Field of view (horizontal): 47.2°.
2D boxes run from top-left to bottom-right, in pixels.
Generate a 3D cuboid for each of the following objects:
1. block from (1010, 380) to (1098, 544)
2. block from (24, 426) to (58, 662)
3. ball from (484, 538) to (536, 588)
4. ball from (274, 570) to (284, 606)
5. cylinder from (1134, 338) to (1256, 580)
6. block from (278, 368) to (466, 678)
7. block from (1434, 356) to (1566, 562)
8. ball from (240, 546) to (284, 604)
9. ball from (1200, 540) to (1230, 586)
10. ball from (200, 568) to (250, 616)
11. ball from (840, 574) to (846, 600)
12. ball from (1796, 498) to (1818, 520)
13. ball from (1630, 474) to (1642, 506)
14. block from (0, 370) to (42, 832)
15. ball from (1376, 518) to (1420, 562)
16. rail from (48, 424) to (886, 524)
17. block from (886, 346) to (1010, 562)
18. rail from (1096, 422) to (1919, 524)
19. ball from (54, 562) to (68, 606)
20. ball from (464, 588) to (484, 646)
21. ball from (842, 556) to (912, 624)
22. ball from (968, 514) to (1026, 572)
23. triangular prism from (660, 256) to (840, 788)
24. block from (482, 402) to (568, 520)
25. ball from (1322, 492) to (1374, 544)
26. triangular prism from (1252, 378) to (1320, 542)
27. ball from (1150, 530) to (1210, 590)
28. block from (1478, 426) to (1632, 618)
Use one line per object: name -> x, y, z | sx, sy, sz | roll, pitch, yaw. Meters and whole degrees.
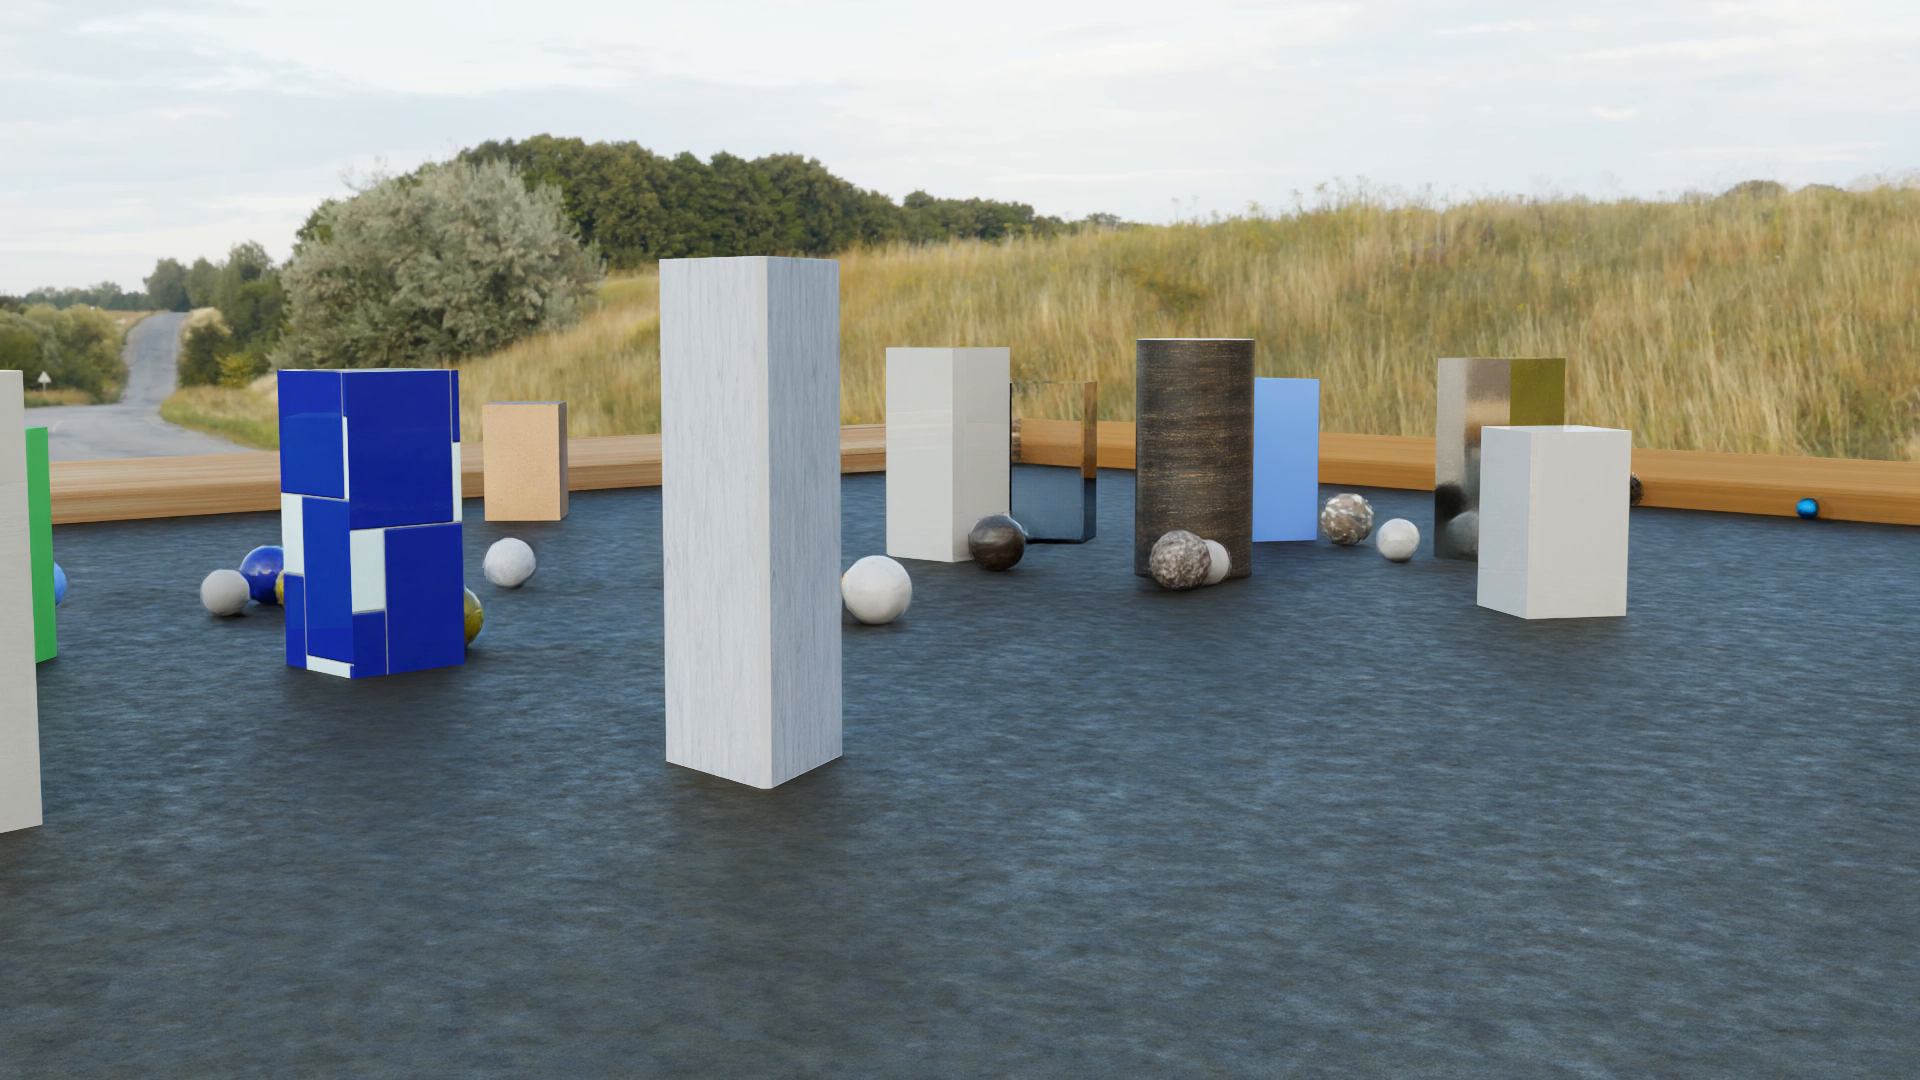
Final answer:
block -> 0.173, -0.154, 4.277 | 0.158, 0.307, 0.158 | 2, 6, 14
block -> -1.251, 0.010, 2.754 | 0.158, 0.296, 0.158 | 0, 6, 3
ball -> -0.724, 0.037, 3.538 | 0.081, 0.081, 0.081 | 0, 6, 0
ball -> -0.973, 0.070, 3.247 | 0.075, 0.075, 0.075 | 0, 6, 0
cylinder -> 0.395, -0.139, 3.705 | 0.198, 0.397, 0.198 | 0, 6, 0
block -> -0.738, -0.027, 2.759 | 0.158, 0.371, 0.158 | 6, 8, 43
block -> 0.969, -0.146, 3.951 | 0.158, 0.360, 0.158 | -5, 8, -39
ball -> -1.049, 0.053, 3.342 | 0.090, 0.090, 0.090 | 0, 6, 0
ball -> 0.400, 0.036, 3.575 | 0.075, 0.075, 0.075 | 0, 6, 0
ball -> -1.075, 0.077, 3.217 | 0.069, 0.069, 0.069 | 0, 6, 0
ball -> -0.143, 0.072, 3.258 | 0.070, 0.070, 0.070 | 0, 6, 0
ball -> 1.815, -0.066, 4.707 | 0.044, 0.044, 0.044 | 0, 6, 0
ball -> 1.504, -0.114, 4.989 | 0.080, 0.080, 0.080 | 0, 6, 0
block -> -0.908, 0.054, 1.873 | 0.158, 0.393, 0.158 | 4, 7, 35
ball -> 0.781, 0.000, 3.916 | 0.076, 0.076, 0.076 | 0, 6, 0
rail -> -1.491, -0.134, 4.939 | 4.626, 0.129, 0.045 | -5, 8, -42
block -> -0.022, -0.160, 3.994 | 0.158, 0.378, 0.158 | 5, 8, 40
rail -> 1.683, -0.128, 4.876 | 0.045, 0.129, 4.444 | -5, 8, -42
ball -> -1.370, 0.066, 3.271 | 0.078, 0.078, 0.078 | 0, 6, 0
ball -> -0.671, 0.101, 2.895 | 0.087, 0.087, 0.087 | 0, 6, 0
ball -> -0.118, 0.071, 3.126 | 0.099, 0.099, 0.099 | 0, 6, 0
ball -> 0.064, 0.005, 3.770 | 0.097, 0.097, 0.097 | 0, 6, 0
triangular prism -> -0.179, -0.025, 2.143 | 0.149, 0.494, 0.172 | -5, 8, -40
block -> -0.936, -0.172, 4.747 | 0.158, 0.247, 0.158 | 0, 6, -4
ball -> 0.739, -0.040, 4.190 | 0.099, 0.099, 0.099 | 0, 6, 0
triangular prism -> 0.597, -0.161, 4.325 | 0.172, 0.312, 0.149 | -1, 6, -12
ball -> 0.351, 0.033, 3.504 | 0.097, 0.097, 0.097 | 0, 6, 0
block -> 0.880, -0.030, 3.267 | 0.158, 0.271, 0.158 | -1, 6, -13
